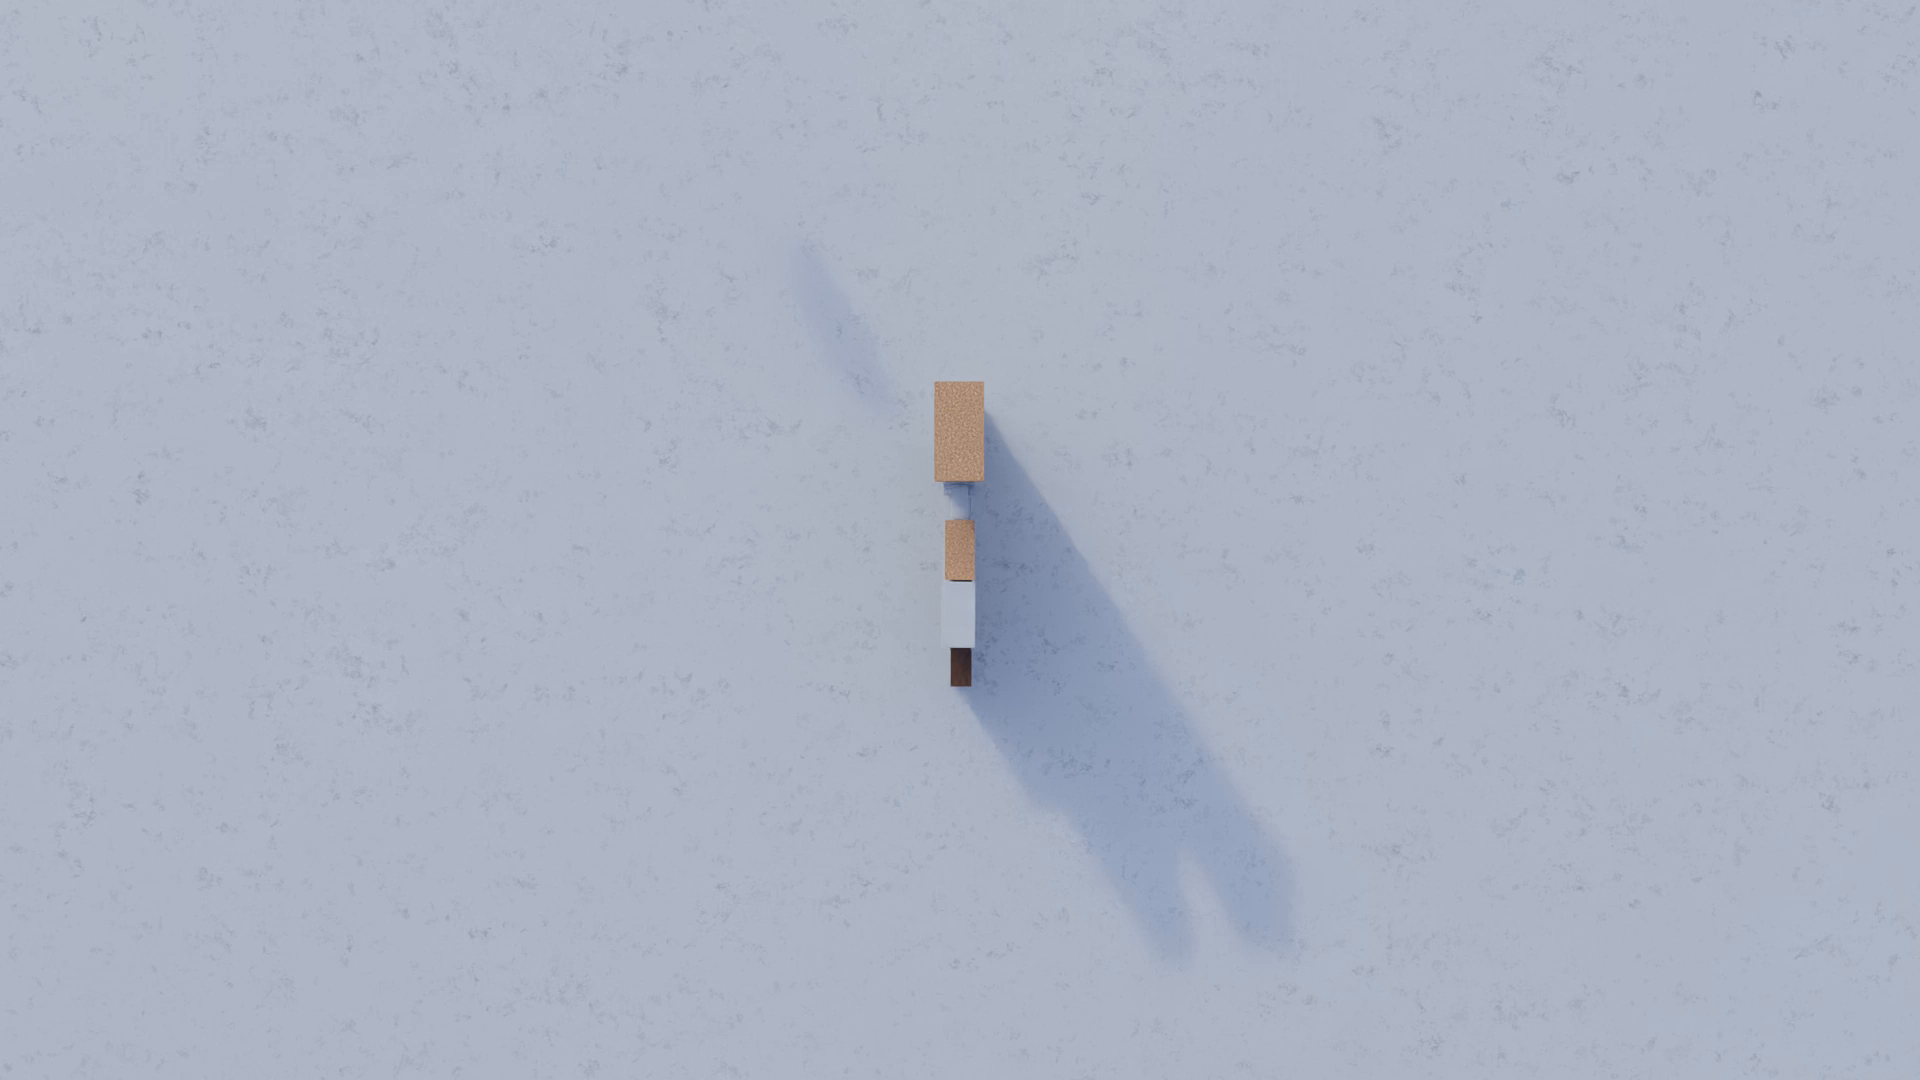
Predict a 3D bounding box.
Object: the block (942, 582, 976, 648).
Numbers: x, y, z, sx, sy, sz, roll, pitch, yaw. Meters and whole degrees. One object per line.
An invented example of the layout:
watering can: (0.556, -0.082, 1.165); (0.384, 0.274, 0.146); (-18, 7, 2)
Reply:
block: (-0.004, 0.232, 5.124); (0.102, 0.029, 0.204); (0, 90, 0)

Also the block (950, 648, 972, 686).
block: (0.003, 0.407, 5.354); (0.068, 0.019, 0.136); (0, 90, 0)

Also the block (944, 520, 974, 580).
block: (0.000, 0.031, 5.143); (0.093, 0.026, 0.186); (0, 90, 0)

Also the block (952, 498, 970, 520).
block: (0.004, -0.076, 5.364); (0.063, 0.018, 0.127); (0, 90, 0)

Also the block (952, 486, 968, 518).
block: (-0.001, -0.119, 5.169); (0.052, 0.015, 0.104); (0, 90, 0)

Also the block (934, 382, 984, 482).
block: (-0.002, -0.325, 4.961); (0.149, 0.042, 0.299); (0, 90, 0)

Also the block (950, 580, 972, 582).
block: (0.004, 0.162, 5.353); (0.069, 0.020, 0.138); (0, 90, 0)

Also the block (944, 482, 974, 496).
block: (-0.005, -0.240, 5.295); (0.096, 0.027, 0.192); (0, 90, 0)
